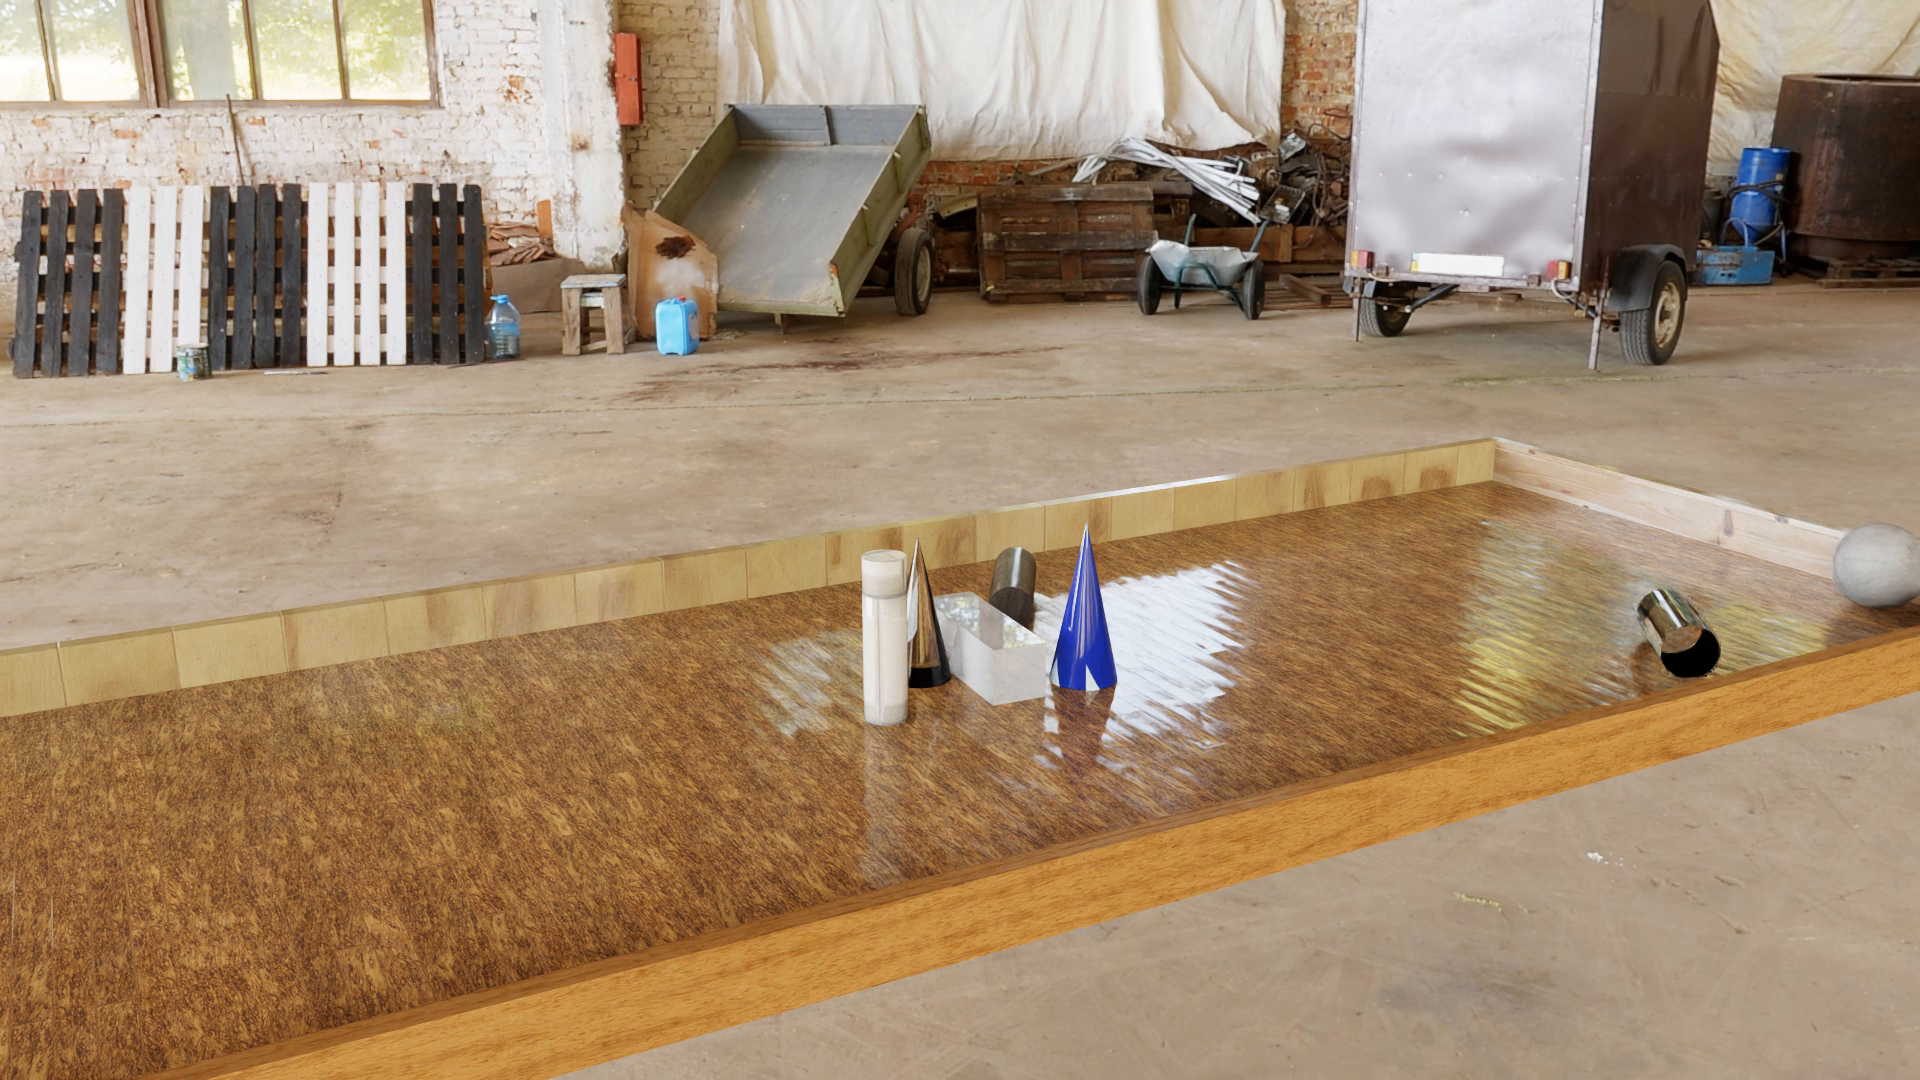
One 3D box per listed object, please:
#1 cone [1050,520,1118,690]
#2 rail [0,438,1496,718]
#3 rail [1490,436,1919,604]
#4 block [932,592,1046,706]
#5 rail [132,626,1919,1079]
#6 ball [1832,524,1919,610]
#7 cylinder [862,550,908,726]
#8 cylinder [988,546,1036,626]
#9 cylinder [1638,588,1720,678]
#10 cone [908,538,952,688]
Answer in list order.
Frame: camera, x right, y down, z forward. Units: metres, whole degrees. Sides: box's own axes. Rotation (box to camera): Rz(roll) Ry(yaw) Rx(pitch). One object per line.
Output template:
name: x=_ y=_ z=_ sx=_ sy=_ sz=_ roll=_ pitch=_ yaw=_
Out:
cone: x=0.312 y=0.150 z=4.109 sx=0.174 sy=0.414 sz=0.174 roll=0 pitch=16 yaw=0
rail: x=-3.305 y=0.497 z=3.399 sx=12.000 sy=0.150 sz=0.050 roll=-9 pitch=18 yaw=-27
rail: x=2.466 y=-0.048 z=5.253 sx=0.050 sy=0.150 sz=2.100 roll=-9 pitch=18 yaw=-27
block: x=0.054 y=0.268 z=4.191 sx=0.142 sy=0.142 sz=0.439 roll=-7 pitch=18 yaw=-23
rail: x=-2.336 y=1.006 z=1.665 sx=12.000 sy=0.150 sz=0.050 roll=-9 pitch=18 yaw=-27
ball: x=2.608 y=0.074 z=4.670 sx=0.244 sy=0.244 sz=0.244 roll=0 pitch=16 yaw=0
cylinder: x=-0.175 y=0.229 z=3.867 sx=0.105 sy=0.400 sz=0.105 roll=0 pitch=16 yaw=0
cylinder: x=0.150 y=0.135 z=4.674 sx=0.124 sy=0.124 sz=0.395 roll=1 pitch=16 yaw=4
cylinder: x=1.865 y=0.240 z=4.291 sx=0.140 sy=0.140 sz=0.306 roll=3 pitch=17 yaw=11
cone: x=-0.104 y=0.165 z=4.126 sx=0.167 sy=0.375 sz=0.167 roll=0 pitch=16 yaw=0
